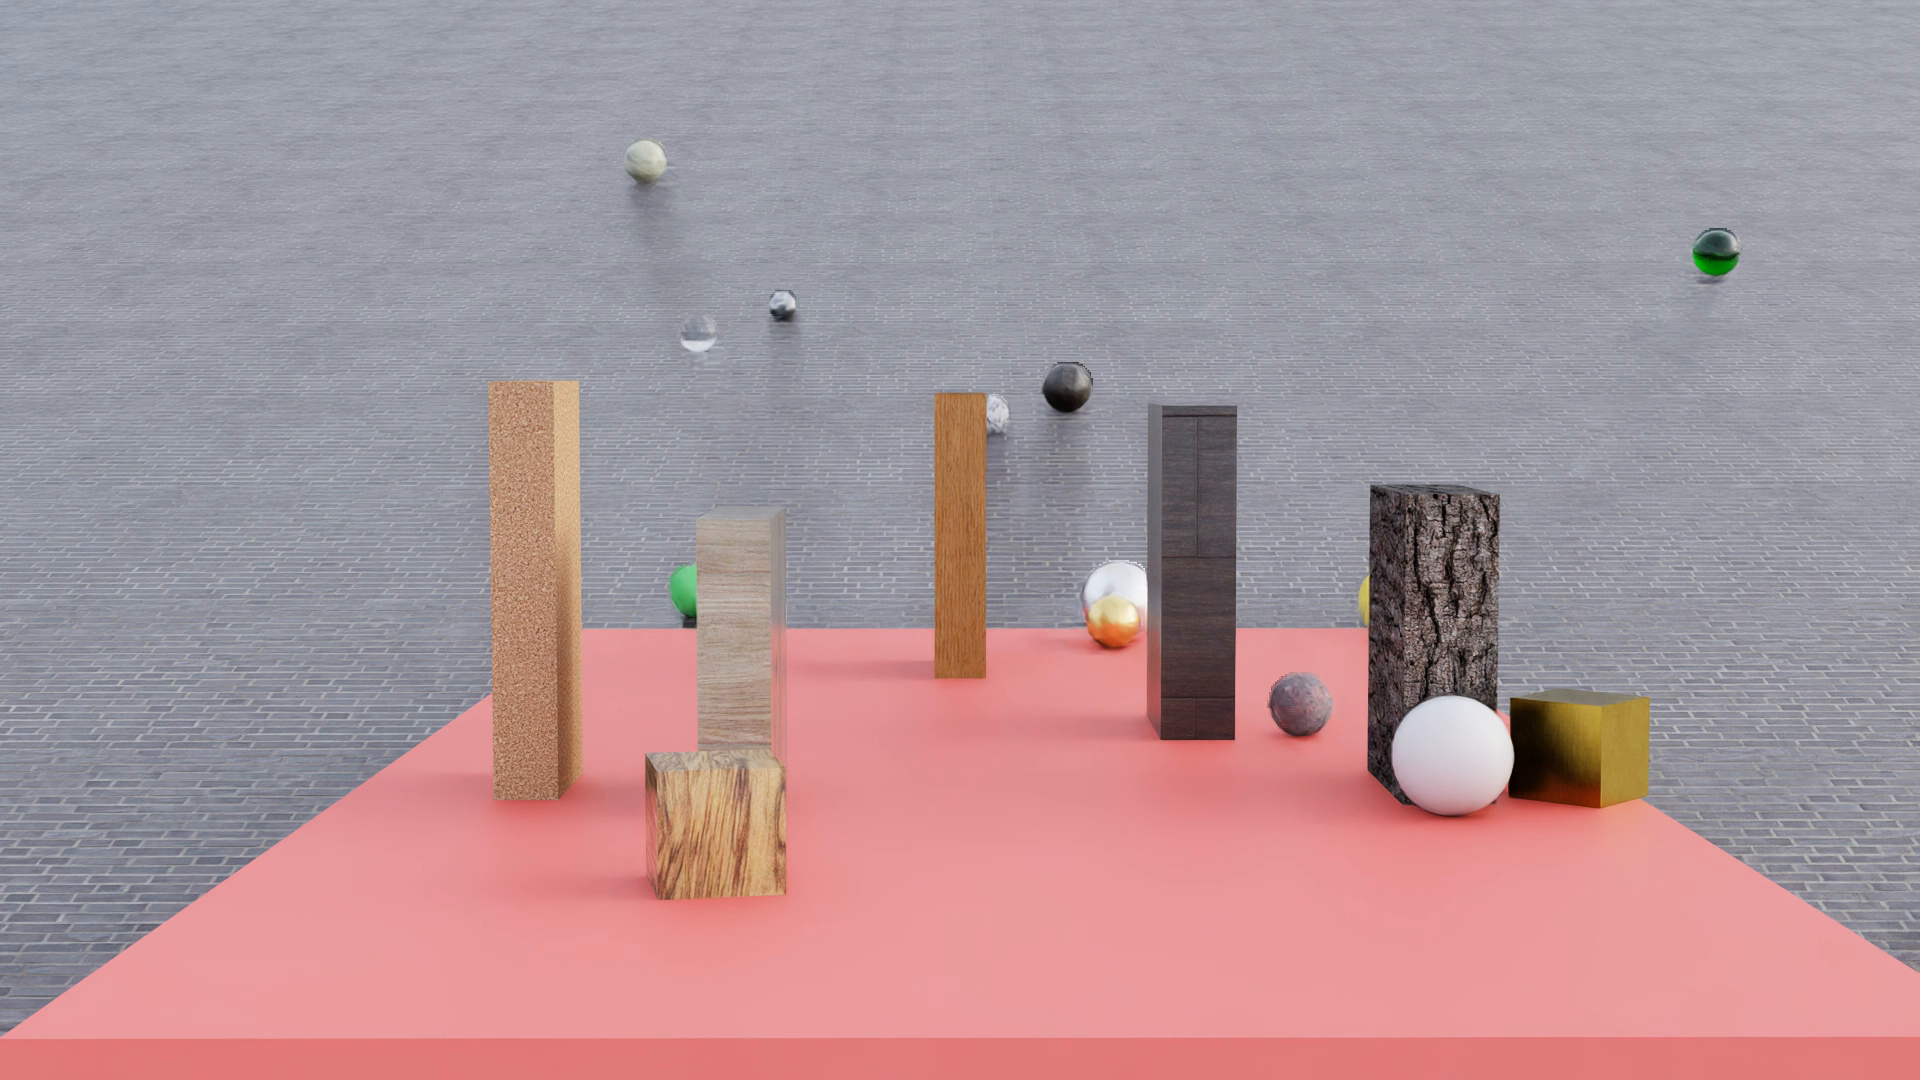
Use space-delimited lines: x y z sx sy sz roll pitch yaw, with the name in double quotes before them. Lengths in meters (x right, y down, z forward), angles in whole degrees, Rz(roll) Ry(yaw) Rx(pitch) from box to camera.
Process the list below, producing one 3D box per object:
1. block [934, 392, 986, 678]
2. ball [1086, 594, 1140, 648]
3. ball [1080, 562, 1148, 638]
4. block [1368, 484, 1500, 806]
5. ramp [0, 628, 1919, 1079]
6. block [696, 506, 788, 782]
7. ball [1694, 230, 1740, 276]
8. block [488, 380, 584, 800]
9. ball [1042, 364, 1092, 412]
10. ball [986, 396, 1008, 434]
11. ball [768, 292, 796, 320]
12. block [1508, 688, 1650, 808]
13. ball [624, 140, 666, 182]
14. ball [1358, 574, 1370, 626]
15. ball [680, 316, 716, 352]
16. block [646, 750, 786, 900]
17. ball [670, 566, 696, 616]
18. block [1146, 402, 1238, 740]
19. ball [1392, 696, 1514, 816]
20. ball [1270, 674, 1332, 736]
"block" 0.000 -0.018 5.631 0.110 0.608 0.336 0 4 0
"ball" 0.362 0.193 6.073 0.127 0.127 0.127 0 19 0
"ball" 0.387 0.150 6.240 0.190 0.190 0.190 0 19 0
"block" 0.741 0.155 4.043 0.141 0.471 0.337 0 4 0
"ramp" 0.045 0.409 4.537 2.000 0.100 4.000 0 4 0
"block" -0.331 0.179 3.925 0.108 0.442 0.346 0 4 0
"ball" 3.112 -1.181 10.556 0.186 0.186 0.186 0 19 0
"block" -0.667 0.071 4.050 0.099 0.641 0.263 0 4 0
"ball" 0.362 -0.515 8.689 0.164 0.164 0.164 0 19 0
"ball" 0.097 -0.410 8.445 0.127 0.127 0.127 0 19 0
"ball" -0.682 -0.900 9.875 0.106 0.106 0.106 0 19 0
"block" 0.956 0.319 3.961 0.155 0.155 0.155 3 5 42
"ball" -1.518 -1.823 12.361 0.203 0.203 0.203 0 19 0
"ball" 1.143 0.159 6.699 0.206 0.206 0.206 0 19 0
"ball" -0.960 -0.755 9.414 0.137 0.137 0.137 0 19 0
"block" -0.314 0.362 3.287 0.161 0.161 0.161 -1 4 -12
"ball" -0.709 0.136 6.869 0.138 0.138 0.138 0 19 0
"block" 0.423 0.048 4.718 0.132 0.595 0.336 0 4 0
"ball" 0.729 0.319 3.796 0.178 0.178 0.178 0 19 0
"ball" 0.614 0.297 4.620 0.112 0.112 0.112 0 19 0
